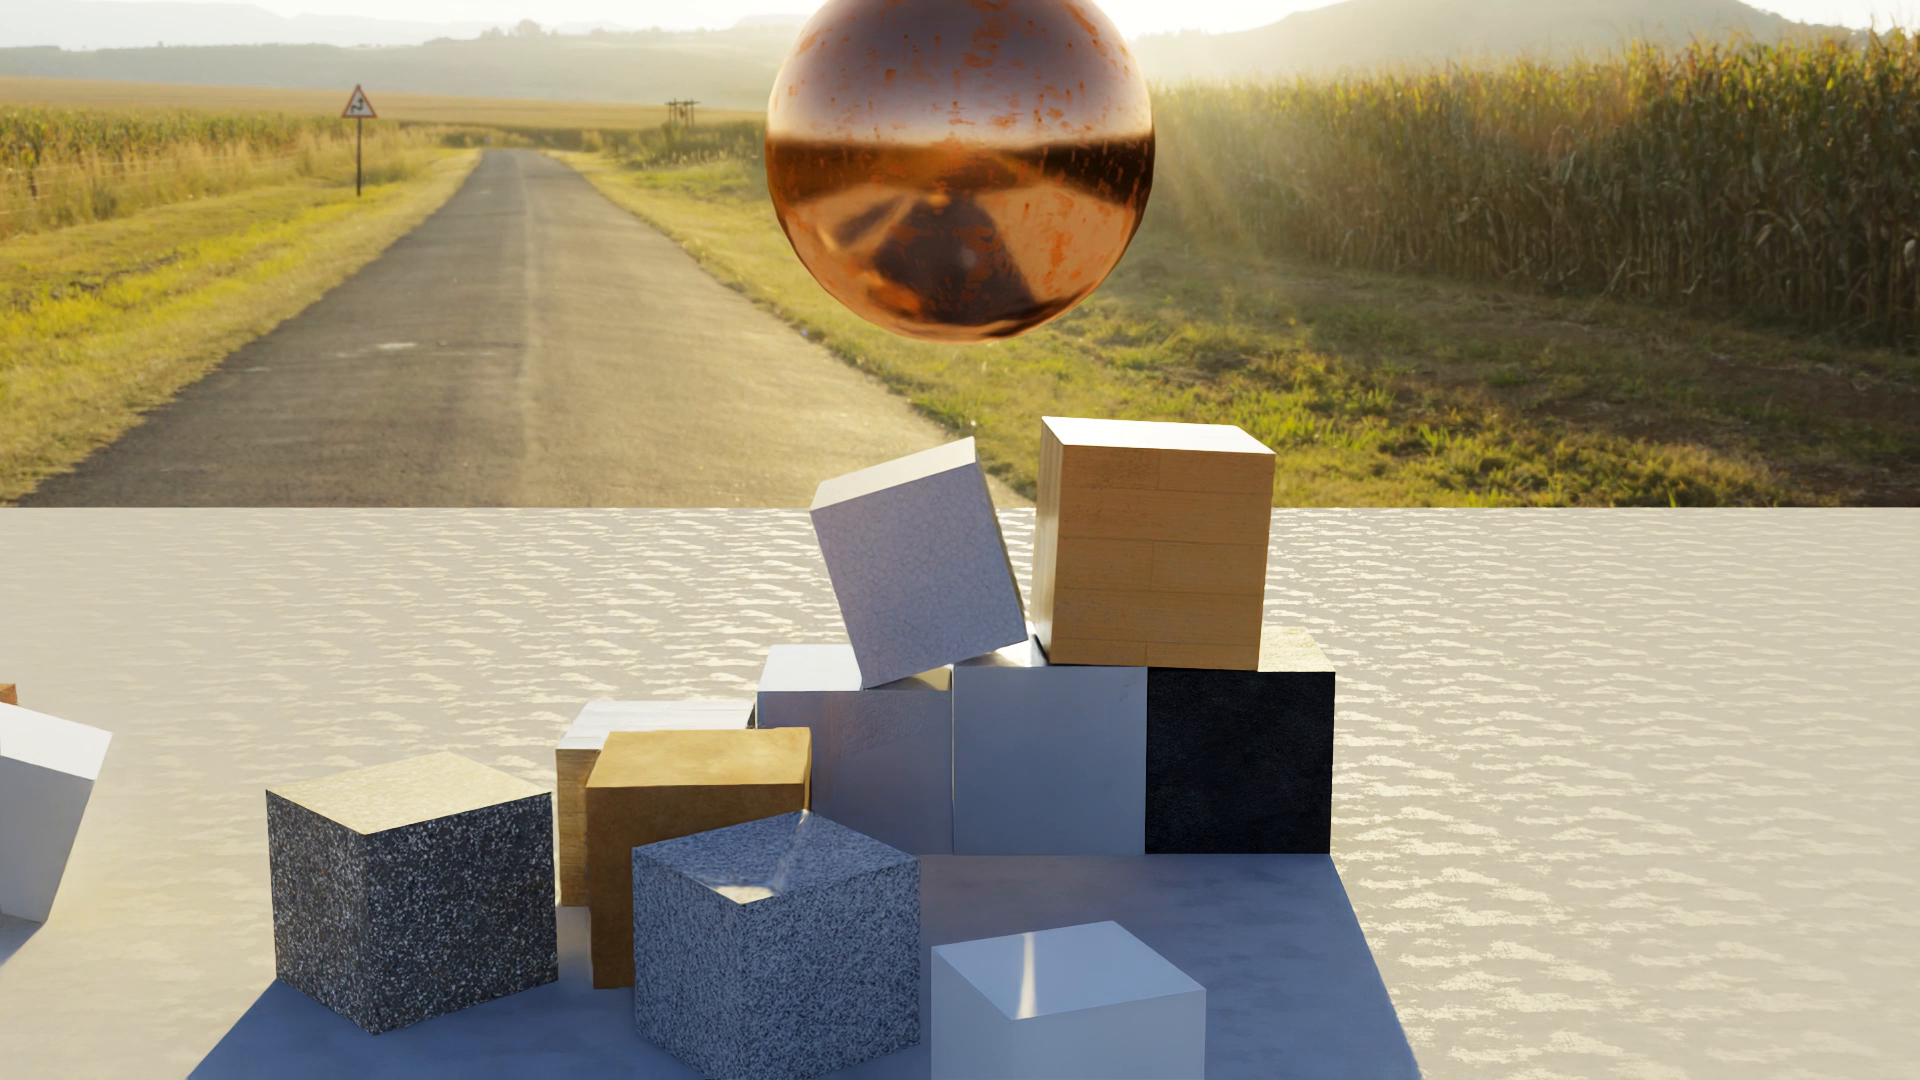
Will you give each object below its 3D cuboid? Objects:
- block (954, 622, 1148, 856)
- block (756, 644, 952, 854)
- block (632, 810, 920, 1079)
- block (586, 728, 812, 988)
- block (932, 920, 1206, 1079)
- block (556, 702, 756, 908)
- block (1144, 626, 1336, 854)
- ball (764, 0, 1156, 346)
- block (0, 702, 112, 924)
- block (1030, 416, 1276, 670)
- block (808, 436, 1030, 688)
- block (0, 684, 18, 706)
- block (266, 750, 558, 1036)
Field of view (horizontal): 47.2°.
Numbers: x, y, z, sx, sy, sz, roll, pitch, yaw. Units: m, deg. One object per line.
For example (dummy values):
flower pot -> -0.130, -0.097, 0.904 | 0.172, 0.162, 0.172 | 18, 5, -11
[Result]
block -> 0.442, 1.004, 11.344 | 0.952, 0.966, 1.006 | 0, 10, 0
block -> -0.521, 1.064, 11.367 | 0.963, 0.840, 1.001 | 0, 10, 0
block -> -0.721, 1.596, 8.622 | 0.819, 0.767, 0.788 | -8, 14, -38
block -> -1.106, 1.364, 9.569 | 0.899, 0.879, 0.858 | -1, 11, -2
block -> 0.363, 1.815, 7.644 | 0.713, 0.694, 0.714 | -4, 11, -22
block -> -1.432, 1.253, 10.551 | 0.828, 0.760, 0.877 | 0, 10, 0
block -> 1.386, 1.015, 11.369 | 0.917, 0.936, 0.999 | 0, 10, 0
ball -> 0.000, -1.601, 8.996 | 1.600, 1.600, 1.600 | 0, 10, 0
block -> -4.485, 1.224, 10.242 | 0.763, 0.701, 0.842 | 19, 4, -18
block -> 0.946, -0.001, 11.163 | 1.032, 1.078, 1.016 | 2, 10, -4
block -> -0.198, 0.095, 11.185 | 0.842, 0.928, 0.924 | -17, 10, 3
block -> -5.353, 1.170, 11.161 | 0.796, 0.705, 0.846 | 0, 10, 2
block -> -2.302, 1.453, 9.249 | 0.856, 0.832, 0.844 | -10, 14, -42
